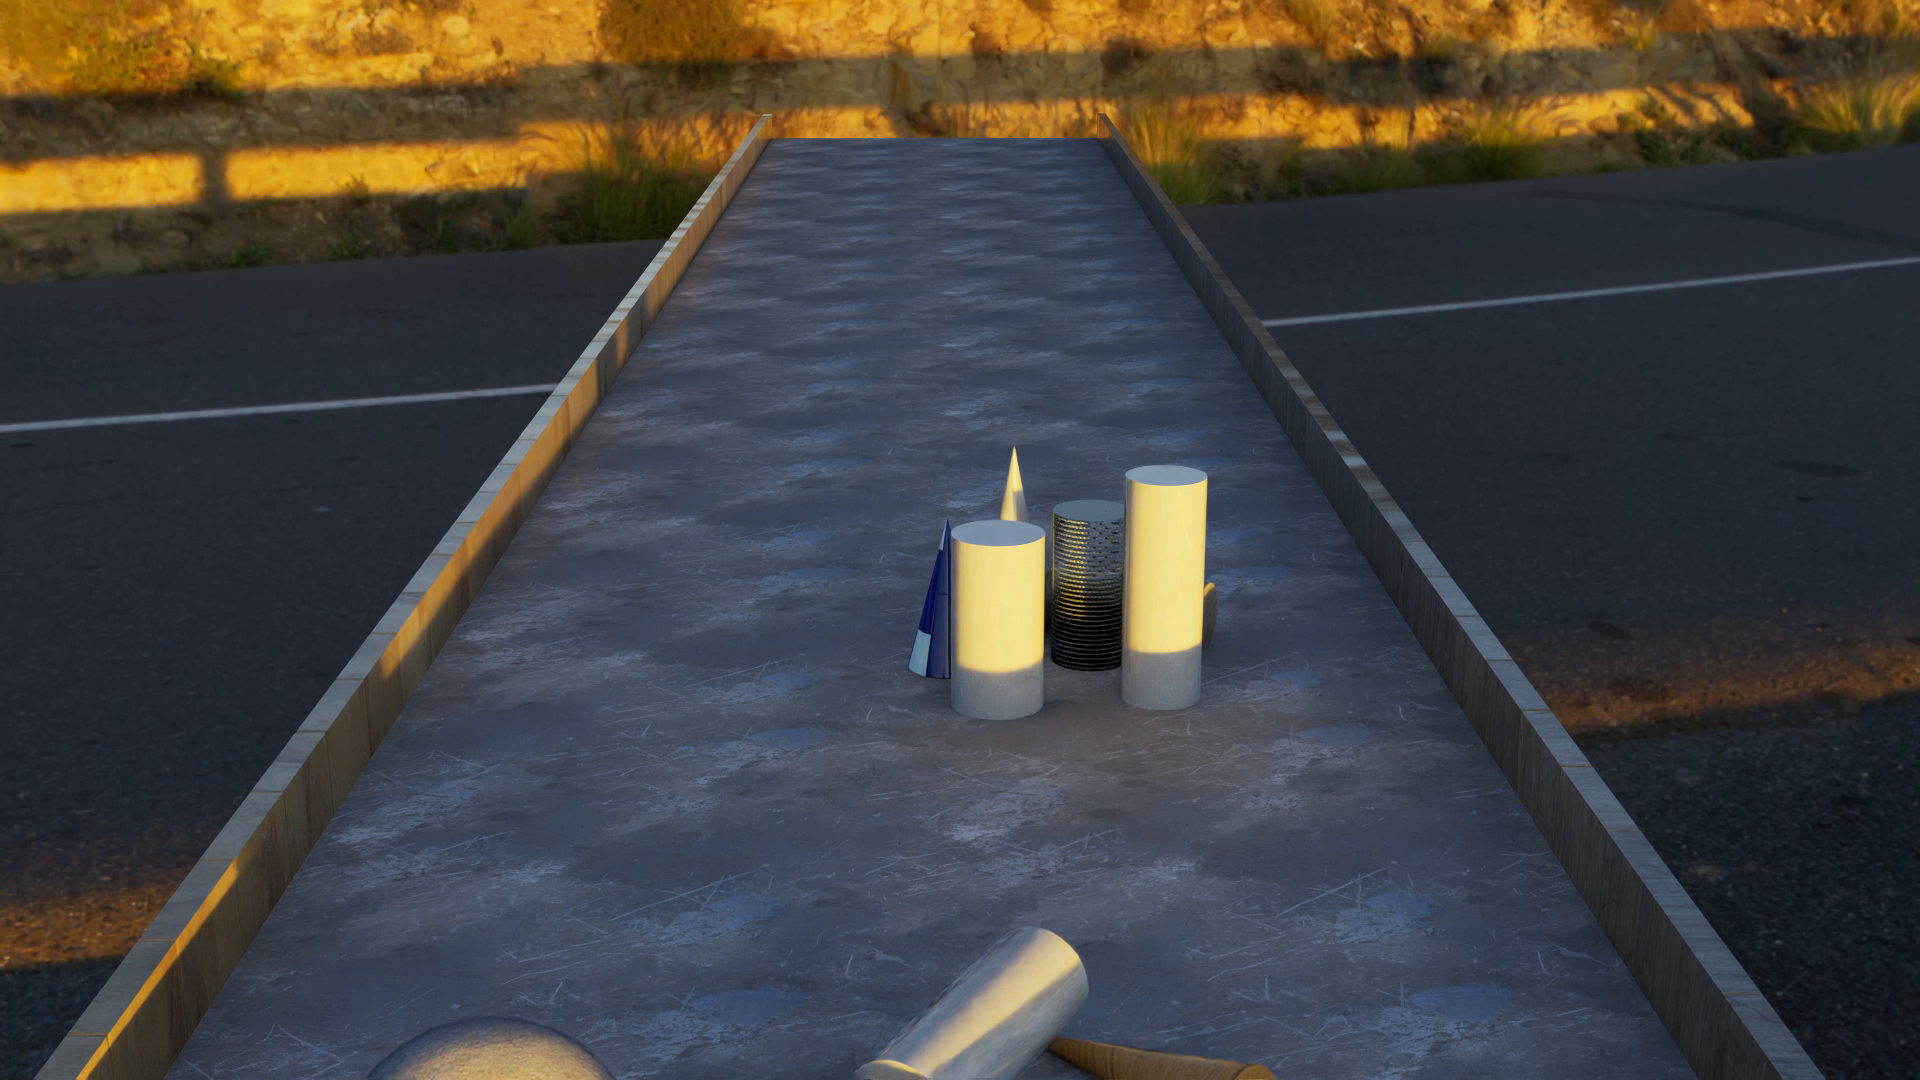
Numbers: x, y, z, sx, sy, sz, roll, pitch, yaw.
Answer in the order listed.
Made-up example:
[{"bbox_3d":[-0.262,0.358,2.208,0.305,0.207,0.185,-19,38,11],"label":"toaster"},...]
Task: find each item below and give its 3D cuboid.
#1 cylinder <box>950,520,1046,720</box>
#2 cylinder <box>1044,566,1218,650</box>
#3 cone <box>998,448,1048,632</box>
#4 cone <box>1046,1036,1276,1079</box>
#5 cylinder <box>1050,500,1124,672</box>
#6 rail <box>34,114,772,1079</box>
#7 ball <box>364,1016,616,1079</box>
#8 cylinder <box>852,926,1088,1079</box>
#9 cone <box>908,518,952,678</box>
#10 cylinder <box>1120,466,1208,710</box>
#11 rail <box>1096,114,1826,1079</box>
[{"bbox_3d":[0.070,0.149,4.136,0.176,0.337,0.176,0,17,0],"label":"cylinder"},{"bbox_3d":[0.347,0.136,4.524,0.337,0.140,0.140,7,18,23],"label":"cylinder"},{"bbox_3d":[0.110,-0.006,4.548,0.156,0.395,0.156,0,18,0],"label":"cone"},{"bbox_3d":[0.213,0.681,2.840,0.110,0.110,0.411,-16,15,-42],"label":"cone"},{"bbox_3d":[0.260,0.090,4.383,0.155,0.309,0.155,0,17,0],"label":"cylinder"},{"bbox_3d":[-1.118,-0.838,7.780,0.050,0.150,12.000,0,17,-1],"label":"rail"},{"bbox_3d":[-0.505,0.681,2.345,0.337,0.337,0.337,0,17,0],"label":"ball"},{"bbox_3d":[0.018,0.638,2.804,0.144,0.144,0.372,9,21,28],"label":"cylinder"},{"bbox_3d":[-0.025,0.102,4.342,0.158,0.308,0.158,0,17,0],"label":"cone"},{"bbox_3d":[0.384,0.089,4.159,0.153,0.437,0.153,0,17,0],"label":"cylinder"},{"bbox_3d":[0.932,-0.844,7.801,0.050,0.150,12.000,0,17,-1],"label":"rail"}]
